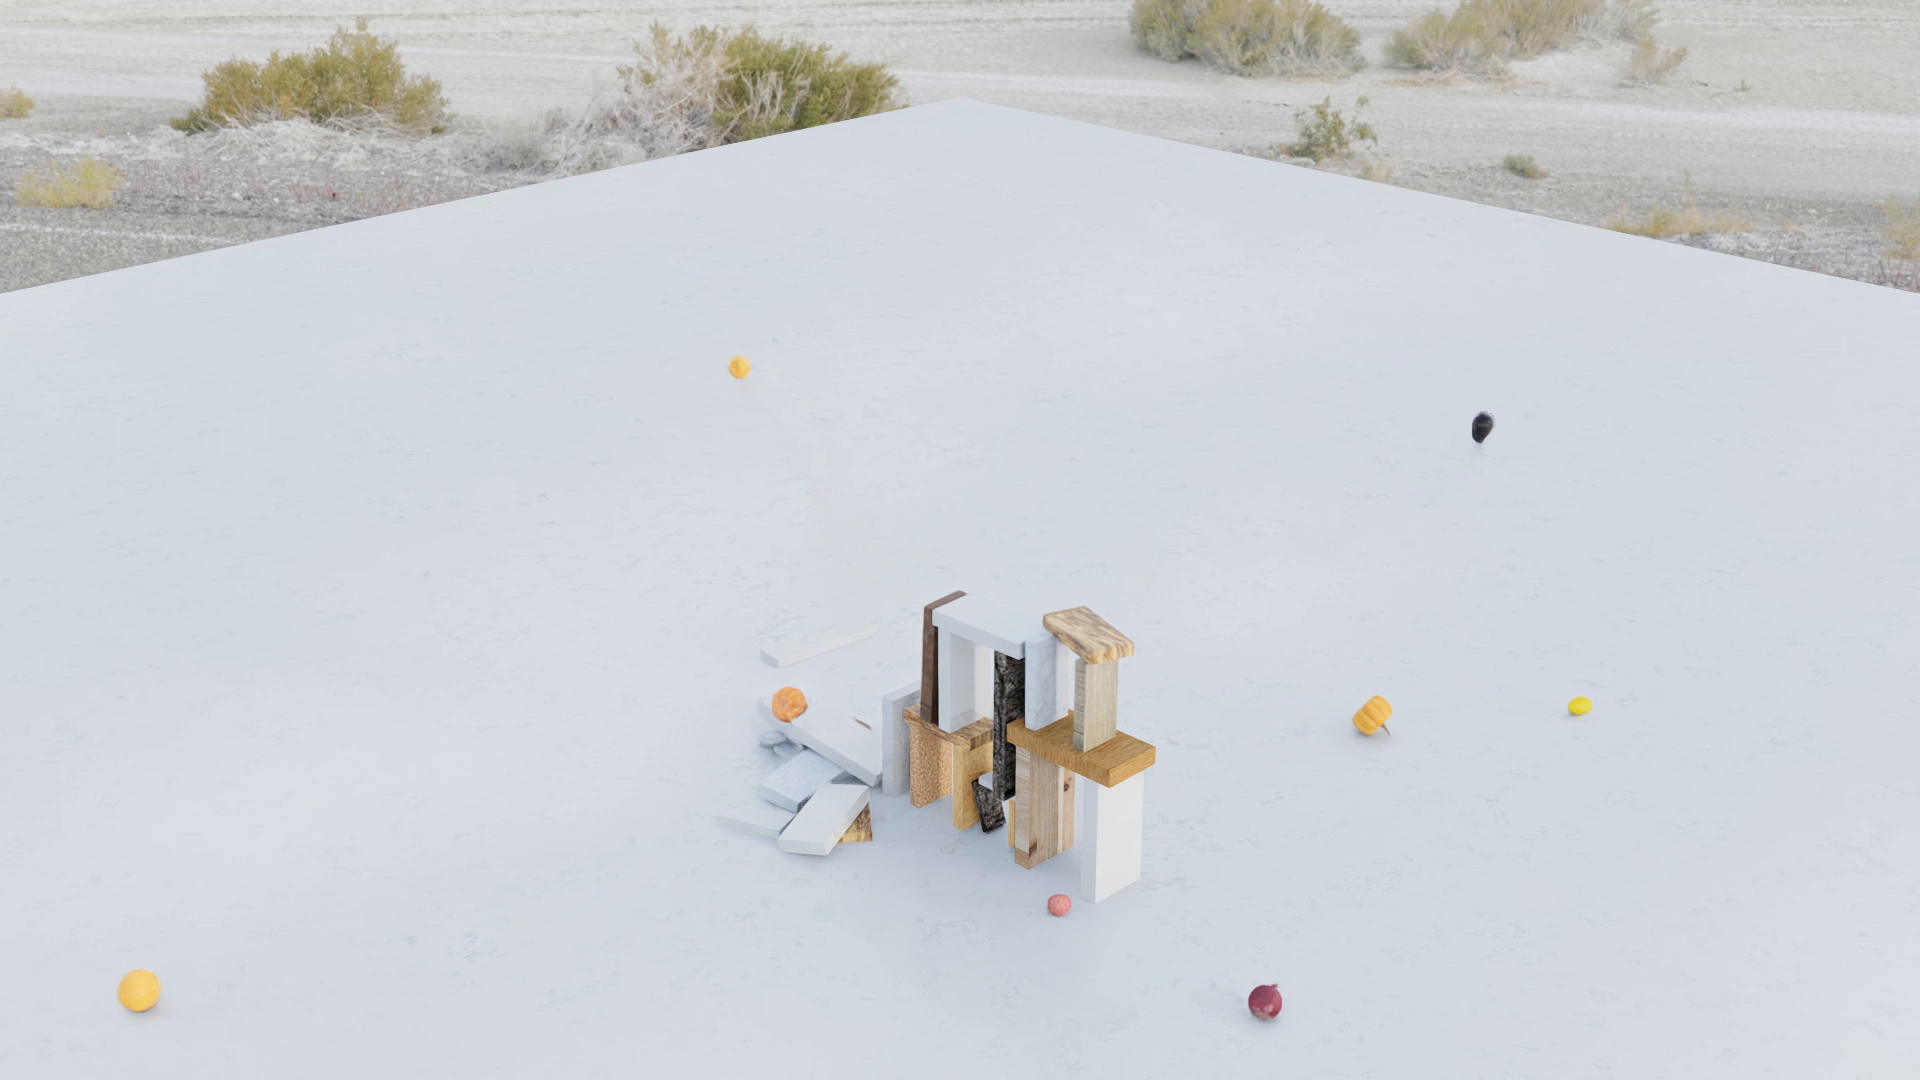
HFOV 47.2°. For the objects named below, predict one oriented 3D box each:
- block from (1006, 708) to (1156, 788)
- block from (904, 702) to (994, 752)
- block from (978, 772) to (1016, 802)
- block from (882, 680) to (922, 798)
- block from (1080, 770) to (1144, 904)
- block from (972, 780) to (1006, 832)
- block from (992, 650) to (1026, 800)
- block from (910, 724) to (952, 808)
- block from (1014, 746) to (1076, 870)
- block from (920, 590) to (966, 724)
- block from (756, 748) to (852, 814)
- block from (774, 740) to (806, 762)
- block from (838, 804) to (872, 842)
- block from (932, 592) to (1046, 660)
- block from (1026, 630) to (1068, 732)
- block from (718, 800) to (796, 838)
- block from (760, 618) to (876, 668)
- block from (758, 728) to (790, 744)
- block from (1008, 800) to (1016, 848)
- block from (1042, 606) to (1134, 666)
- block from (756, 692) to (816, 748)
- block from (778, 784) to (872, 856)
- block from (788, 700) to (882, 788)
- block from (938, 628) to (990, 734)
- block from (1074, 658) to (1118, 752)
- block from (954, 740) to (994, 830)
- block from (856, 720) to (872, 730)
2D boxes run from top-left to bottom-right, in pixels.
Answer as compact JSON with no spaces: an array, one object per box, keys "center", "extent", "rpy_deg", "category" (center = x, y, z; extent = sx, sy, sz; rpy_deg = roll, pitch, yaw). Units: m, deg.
[{"center":[0.227,0.384,4.145],"extent":[0.259,0.037,0.130],"rpy_deg":[21,31,40],"category":"block"},{"center":[-0.015,0.364,4.394],"extent":[0.185,0.026,0.093],"rpy_deg":[21,31,41],"category":"block"},{"center":[0.094,0.483,4.331],"extent":[0.053,0.015,0.106],"rpy_deg":[-21,31,-41],"category":"block"},{"center":[-0.108,0.407,4.516],"extent":[0.031,0.222,0.111],"rpy_deg":[22,31,40],"category":"block"},{"center":[0.288,0.544,4.147],"extent":[0.130,0.259,0.037],"rpy_deg":[-21,31,-41],"category":"block"},{"center":[0.058,0.524,4.390],"extent":[0.053,0.106,0.015],"rpy_deg":[-21,13,-41],"category":"block"},{"center":[0.114,0.342,4.242],"extent":[0.032,0.315,0.112],"rpy_deg":[21,31,40],"category":"block"},{"center":[-0.059,0.444,4.476],"extent":[0.026,0.185,0.093],"rpy_deg":[21,31,41],"category":"block"},{"center":[0.165,0.496,4.259],"extent":[0.037,0.259,0.130],"rpy_deg":[21,31,41],"category":"block"},{"center":[-0.030,0.231,4.352],"extent":[0.029,0.250,0.104],"rpy_deg":[22,31,36],"category":"block"},{"center":[-0.315,0.490,4.545],"extent":[0.104,0.029,0.208],"rpy_deg":[23,31,26],"category":"block"},{"center":[-0.350,0.455,4.670],"extent":[0.051,0.014,0.102],"rpy_deg":[-14,27,-29],"category":"block"},{"center":[-0.216,0.561,4.414],"extent":[0.072,0.020,0.143],"rpy_deg":[-2,23,-5],"category":"block"},{"center":[0.067,0.164,4.218],"extent":[0.224,0.032,0.112],"rpy_deg":[20,30,39],"category":"block"},{"center":[0.164,0.260,4.155],"extent":[0.026,0.183,0.091],"rpy_deg":[20,30,41],"category":"block"},{"center":[-0.407,0.560,4.415],"extent":[0.143,0.020,0.072],"rpy_deg":[11,25,23],"category":"block"},{"center":[-0.332,0.240,5.169],"extent":[0.281,0.020,0.072],"rpy_deg":[-18,29,-36],"category":"block"},{"center":[-0.379,0.418,4.729],"extent":[0.102,0.014,0.051],"rpy_deg":[-11,13,-40],"category":"block"},{"center":[0.120,0.548,4.333],"extent":[0.053,0.106,0.015],"rpy_deg":[-21,31,-40],"category":"block"},{"center":[0.237,0.176,4.087],"extent":[0.091,0.026,0.183],"rpy_deg":[-11,26,-24],"category":"block"},{"center":[-0.341,0.387,4.744],"extent":[0.111,0.031,0.222],"rpy_deg":[-6,20,-31],"category":"block"},{"center":[-0.269,0.554,4.374],"extent":[0.104,0.029,0.208],"rpy_deg":[0,26,25],"category":"block"},{"center":[-0.237,0.425,4.607],"extent":[0.222,0.031,0.111],"rpy_deg":[30,35,20],"category":"block"},{"center":[0.009,0.257,4.326],"extent":[0.032,0.224,0.112],"rpy_deg":[21,31,40],"category":"block"},{"center":[0.252,0.294,4.075],"extent":[0.026,0.183,0.091],"rpy_deg":[21,31,40],"category":"block"},{"center":[0.028,0.479,4.395],"extent":[0.026,0.185,0.093],"rpy_deg":[21,31,41],"category":"block"},{"center":[-0.247,0.418,4.757],"extent":[0.102,0.014,0.051],"rpy_deg":[-20,30,-38],"category":"block"}]
